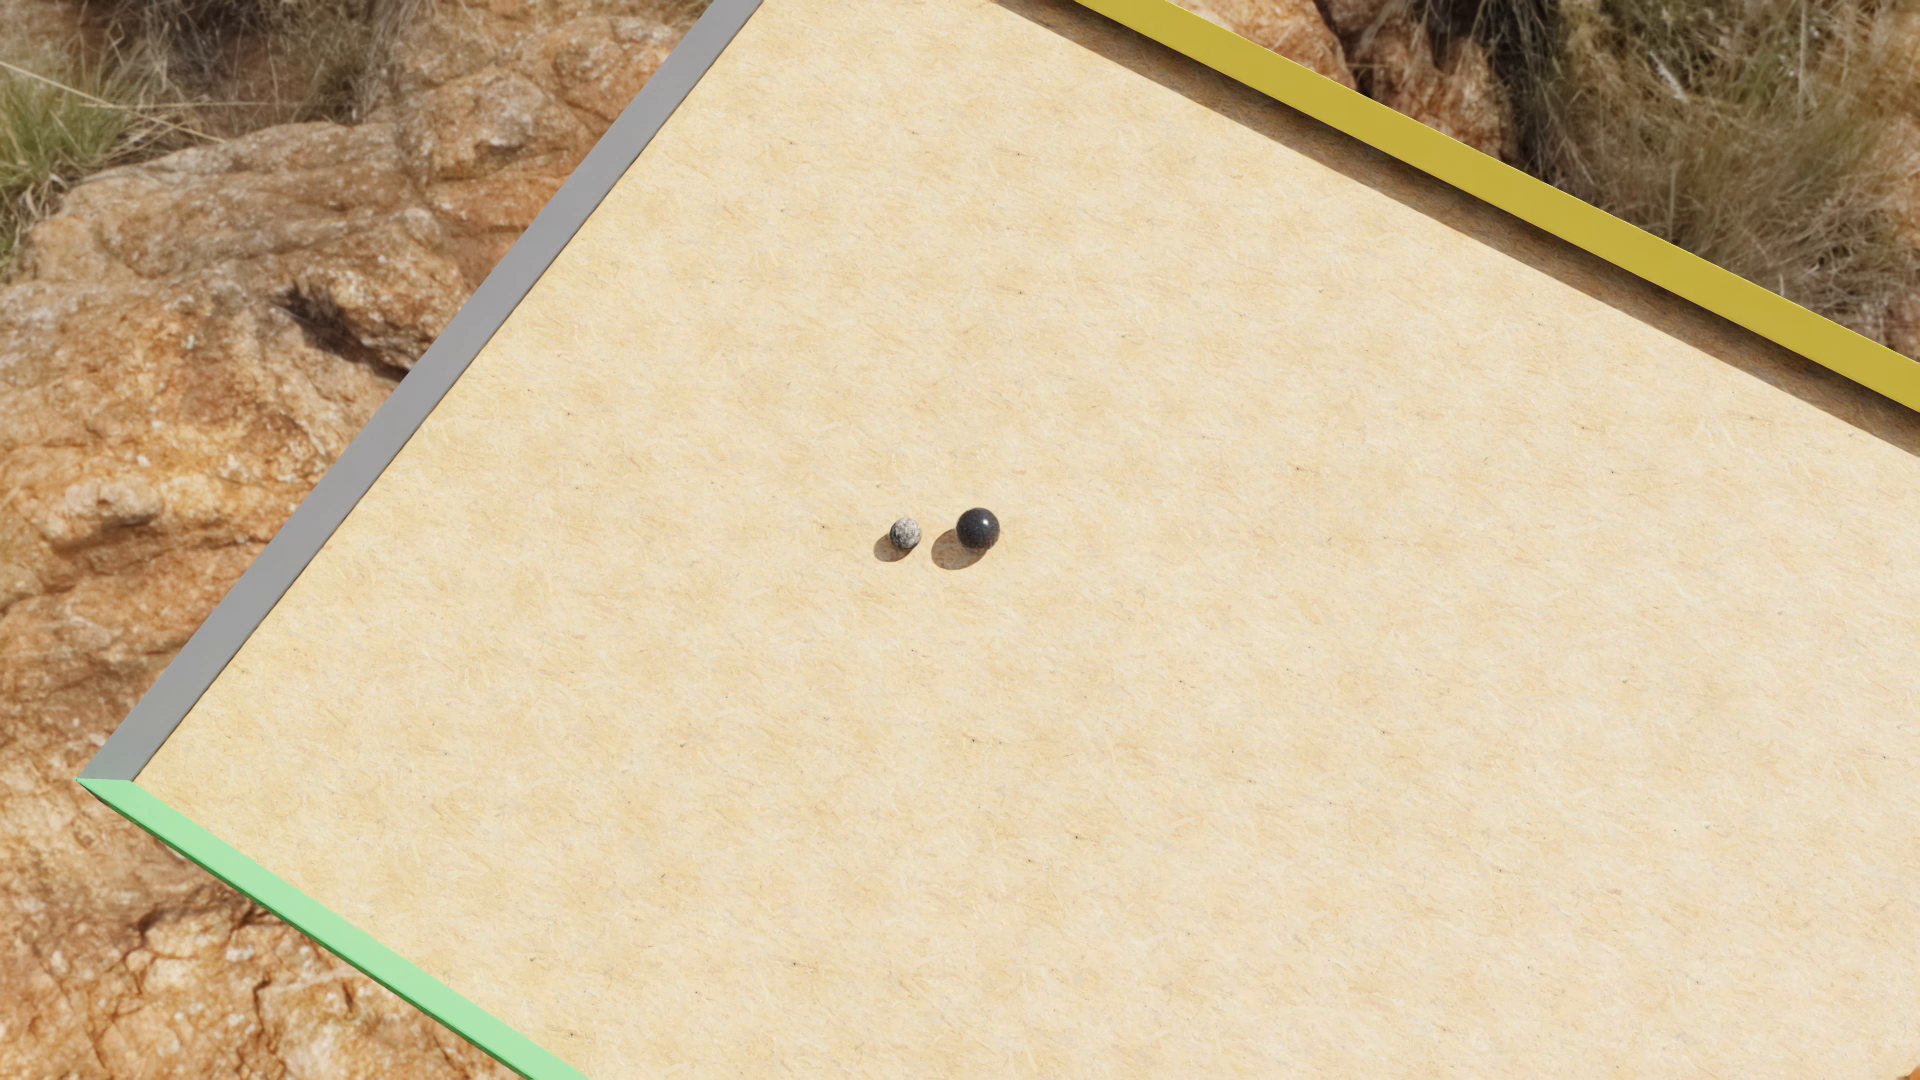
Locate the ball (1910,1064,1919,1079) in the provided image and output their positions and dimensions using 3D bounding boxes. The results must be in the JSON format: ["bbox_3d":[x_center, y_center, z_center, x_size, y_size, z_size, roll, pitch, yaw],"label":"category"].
[{"bbox_3d":[1.421,0.794,3.187,0.085,0.085,0.085,0,65,0],"label":"ball"}]

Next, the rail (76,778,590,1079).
[{"bbox_3d":[0.231,1.230,2.971,3.643,0.110,0.045,29,69,13],"label":"rail"}]

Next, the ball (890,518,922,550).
[{"bbox_3d":[-0.088,-0.010,3.576,0.053,0.053,0.053,0,65,0],"label":"ball"}]

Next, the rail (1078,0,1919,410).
[{"bbox_3d":[1.322,-0.385,3.717,3.643,0.110,0.045,29,69,13],"label":"rail"}]

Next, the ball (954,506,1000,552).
[{"bbox_3d":[0.029,-0.017,3.567,0.075,0.075,0.075,0,65,0],"label":"ball"}]

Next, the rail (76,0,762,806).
[{"bbox_3d":[-0.756,-0.431,3.738,0.045,0.110,2.134,29,69,13],"label":"rail"}]
